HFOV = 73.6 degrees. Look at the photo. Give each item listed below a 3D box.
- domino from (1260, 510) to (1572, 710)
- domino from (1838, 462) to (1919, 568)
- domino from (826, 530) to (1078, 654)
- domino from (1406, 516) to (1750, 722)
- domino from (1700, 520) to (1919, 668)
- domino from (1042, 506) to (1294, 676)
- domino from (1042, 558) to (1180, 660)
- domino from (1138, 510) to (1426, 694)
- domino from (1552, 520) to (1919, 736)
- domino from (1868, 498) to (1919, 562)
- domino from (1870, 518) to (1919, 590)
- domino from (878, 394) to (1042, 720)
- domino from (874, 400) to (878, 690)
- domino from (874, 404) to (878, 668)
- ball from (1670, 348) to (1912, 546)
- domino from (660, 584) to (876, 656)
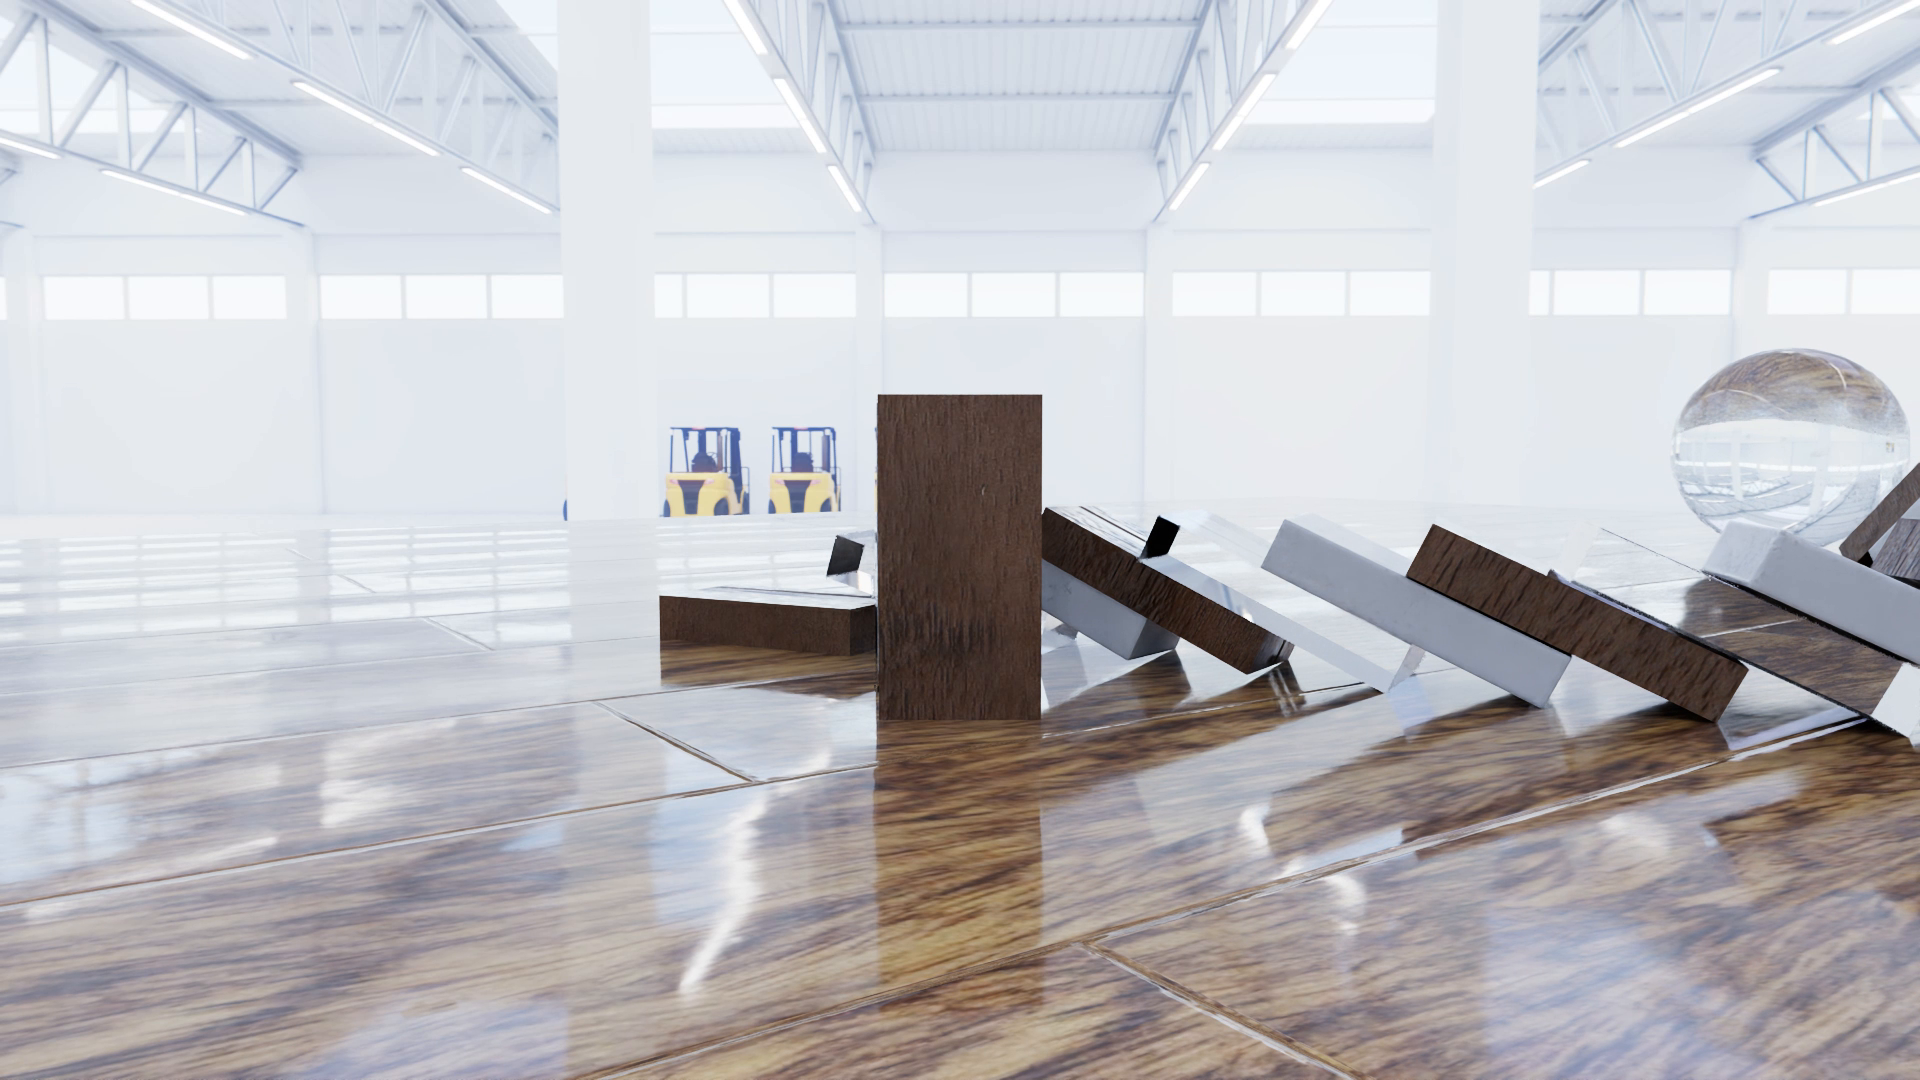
[{"bbox_3d":[0.080,0.011,0.224,0.050,0.009,0.025,28,15,20],"label":"domino"},{"bbox_3d":[0.311,-0.008,0.413,0.025,0.009,0.050,0,-35,2],"label":"domino"},{"bbox_3d":[-0.001,0.010,0.276,0.050,0.010,0.025,20,12,22],"label":"domino"},{"bbox_3d":[0.101,0.012,0.214,0.050,0.009,0.025,28,14,18],"label":"domino"},{"bbox_3d":[0.143,0.013,0.195,0.050,0.009,0.025,27,11,12],"label":"domino"},{"bbox_3d":[0.041,0.009,0.253,0.050,0.010,0.025,30,17,27],"label":"domino"},{"bbox_3d":[0.021,0.007,0.266,0.050,0.009,0.025,30,16,27],"label":"domino"},{"bbox_3d":[0.061,0.010,0.239,0.050,0.009,0.025,30,18,25],"label":"domino"},{"bbox_3d":[0.122,0.013,0.204,0.050,0.009,0.025,27,12,15],"label":"domino"},{"bbox_3d":[0.310,-0.007,0.398,0.025,0.009,0.050,0,-35,2],"label":"domino"},{"bbox_3d":[0.166,0.013,0.187,0.050,0.009,0.025,27,7,3],"label":"domino"},{"bbox_3d":[0.000,0.002,0.201,0.025,0.050,0.009,0,4,0],"label":"domino"},{"bbox_3d":[-0.002,0.001,0.224,0.025,0.050,0.009,0,4,-6],"label":"domino"},{"bbox_3d":[-0.004,-0.001,0.247,0.025,0.050,0.009,0,4,1],"label":"domino"},{"bbox_3d":[0.325,-0.035,0.505,0.080,0.080,0.080,0,4,0],"label":"ball"},{"bbox_3d":[-0.038,0.017,0.280,0.050,0.009,0.025,2,5,29],"label":"domino"}]
